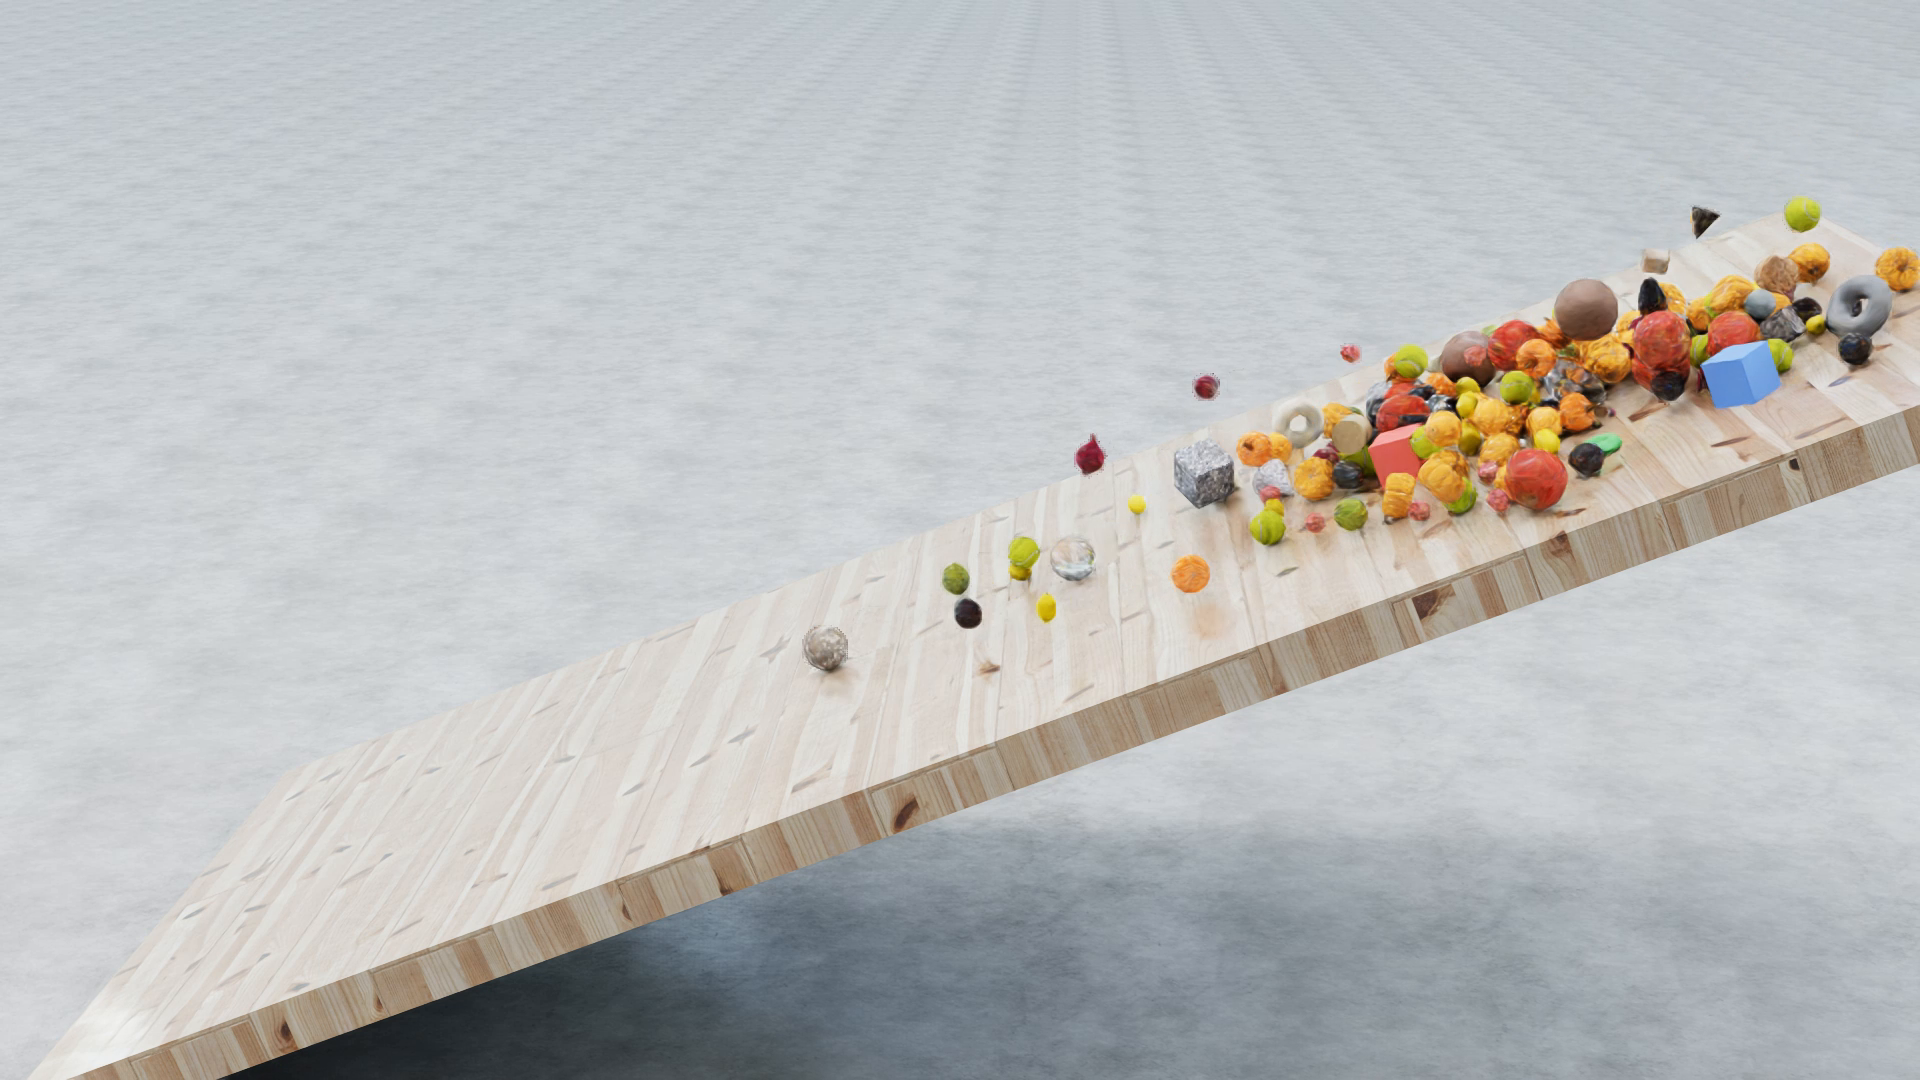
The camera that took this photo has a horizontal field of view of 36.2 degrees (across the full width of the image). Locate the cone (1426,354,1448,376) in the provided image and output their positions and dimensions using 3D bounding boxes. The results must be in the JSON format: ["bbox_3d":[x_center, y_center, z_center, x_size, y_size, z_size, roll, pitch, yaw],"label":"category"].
[{"bbox_3d":[1.074,-0.403,6.589,0.053,0.053,0.053,-1,-25,-2],"label":"cone"}]

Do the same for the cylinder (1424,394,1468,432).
[{"bbox_3d":[1.009,-0.264,6.116,0.070,0.070,0.070,-3,12,-12],"label":"cylinder"}]

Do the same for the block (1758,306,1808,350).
[{"bbox_3d":[1.618,-0.418,5.785,0.058,0.058,0.058,-39,-14,35],"label":"block"}]

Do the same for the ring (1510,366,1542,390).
[{"bbox_3d":[1.224,-0.346,6.312,0.089,0.030,0.089,-21,13,5],"label":"ring"}]

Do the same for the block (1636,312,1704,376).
[{"bbox_3d":[1.448,-0.400,5.999,0.090,0.090,0.090,-21,12,4],"label":"block"}]

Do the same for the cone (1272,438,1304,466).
[{"bbox_3d":[0.717,-0.187,6.501,0.075,0.075,0.075,-2,-19,-7],"label":"cone"}]

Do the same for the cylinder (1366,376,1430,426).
[{"bbox_3d":[0.957,-0.303,6.426,0.097,0.097,0.097,-11,0,-38],"label":"cylinder"}]

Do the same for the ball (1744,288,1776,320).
[{"bbox_3d":[1.598,-0.471,5.874,0.061,0.061,0.061,0,14,0],"label":"ball"}]

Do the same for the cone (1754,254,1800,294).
[{"bbox_3d":[1.655,-0.559,5.966,0.089,0.089,0.089,5,-21,19],"label":"cone"}]

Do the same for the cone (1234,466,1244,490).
[{"bbox_3d":[0.596,-0.129,6.452,0.082,0.082,0.082,-10,31,-35],"label":"cone"}]

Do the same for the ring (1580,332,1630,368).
[{"bbox_3d":[1.367,-0.403,6.231,0.105,0.035,0.105,-7,37,5],"label":"ring"}]

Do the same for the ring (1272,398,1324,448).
[{"bbox_3d":[0.733,-0.253,6.379,0.117,0.117,0.039,-3,23,-11],"label":"ring"}]

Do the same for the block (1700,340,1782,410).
[{"bbox_3d":[1.476,-0.312,5.556,0.091,0.091,0.091,-31,15,-36],"label":"block"}]

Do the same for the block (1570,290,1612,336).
[{"bbox_3d":[1.340,-0.483,6.245,0.060,0.060,0.060,-20,44,0],"label":"block"}]

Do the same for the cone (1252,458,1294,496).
[{"bbox_3d":[0.680,-0.115,6.222,0.088,0.088,0.088,-8,29,-31],"label":"cone"}]

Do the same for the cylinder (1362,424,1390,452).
[{"bbox_3d":[0.886,-0.217,6.263,0.053,0.053,0.053,-16,21,-40],"label":"cylinder"}]

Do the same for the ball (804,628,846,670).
[{"bbox_3d":[-0.288,0.233,6.296,0.092,0.092,0.092,0,14,0],"label":"ball"}]

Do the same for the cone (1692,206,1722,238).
[{"bbox_3d":[1.456,-0.619,5.781,0.061,0.061,0.061,15,14,-4],"label":"cone"}]

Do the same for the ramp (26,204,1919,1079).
[{"bbox_3d":[0.121,0.174,6.292,4.000,0.100,2.000,-20,12,7],"label":"ramp"}]

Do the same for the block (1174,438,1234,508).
[{"bbox_3d":[0.528,-0.145,6.364,0.094,0.094,0.094,-23,45,-19],"label":"block"}]

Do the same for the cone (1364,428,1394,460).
[{"bbox_3d":[0.857,-0.213,6.152,0.086,0.086,0.086,28,1,-25],"label":"cone"}]

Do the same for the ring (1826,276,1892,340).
[{"bbox_3d":[1.732,-0.447,5.665,0.046,0.137,0.137,26,-3,-34],"label":"ring"}]

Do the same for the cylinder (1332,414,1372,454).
[{"bbox_3d":[0.803,-0.217,6.026,0.072,0.072,0.072,4,14,18],"label":"cylinder"}]

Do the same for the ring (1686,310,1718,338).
[{"bbox_3d":[1.541,-0.450,6.186,0.107,0.036,0.107,-24,14,6],"label":"ring"}]

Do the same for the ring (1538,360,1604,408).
[{"bbox_3d":[1.224,-0.313,5.886,0.143,0.048,0.143,18,28,-10],"label":"ring"}]

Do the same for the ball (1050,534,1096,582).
[{"bbox_3d":[0.238,0.038,6.203,0.098,0.098,0.098,0,14,0],"label":"ball"}]

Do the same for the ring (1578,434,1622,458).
[{"bbox_3d":[1.215,-0.178,5.587,0.083,0.028,0.083,-20,12,4],"label":"ring"}]

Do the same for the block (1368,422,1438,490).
[{"bbox_3d":[0.897,-0.170,5.956,0.094,0.094,0.094,-15,14,29],"label":"block"}]
